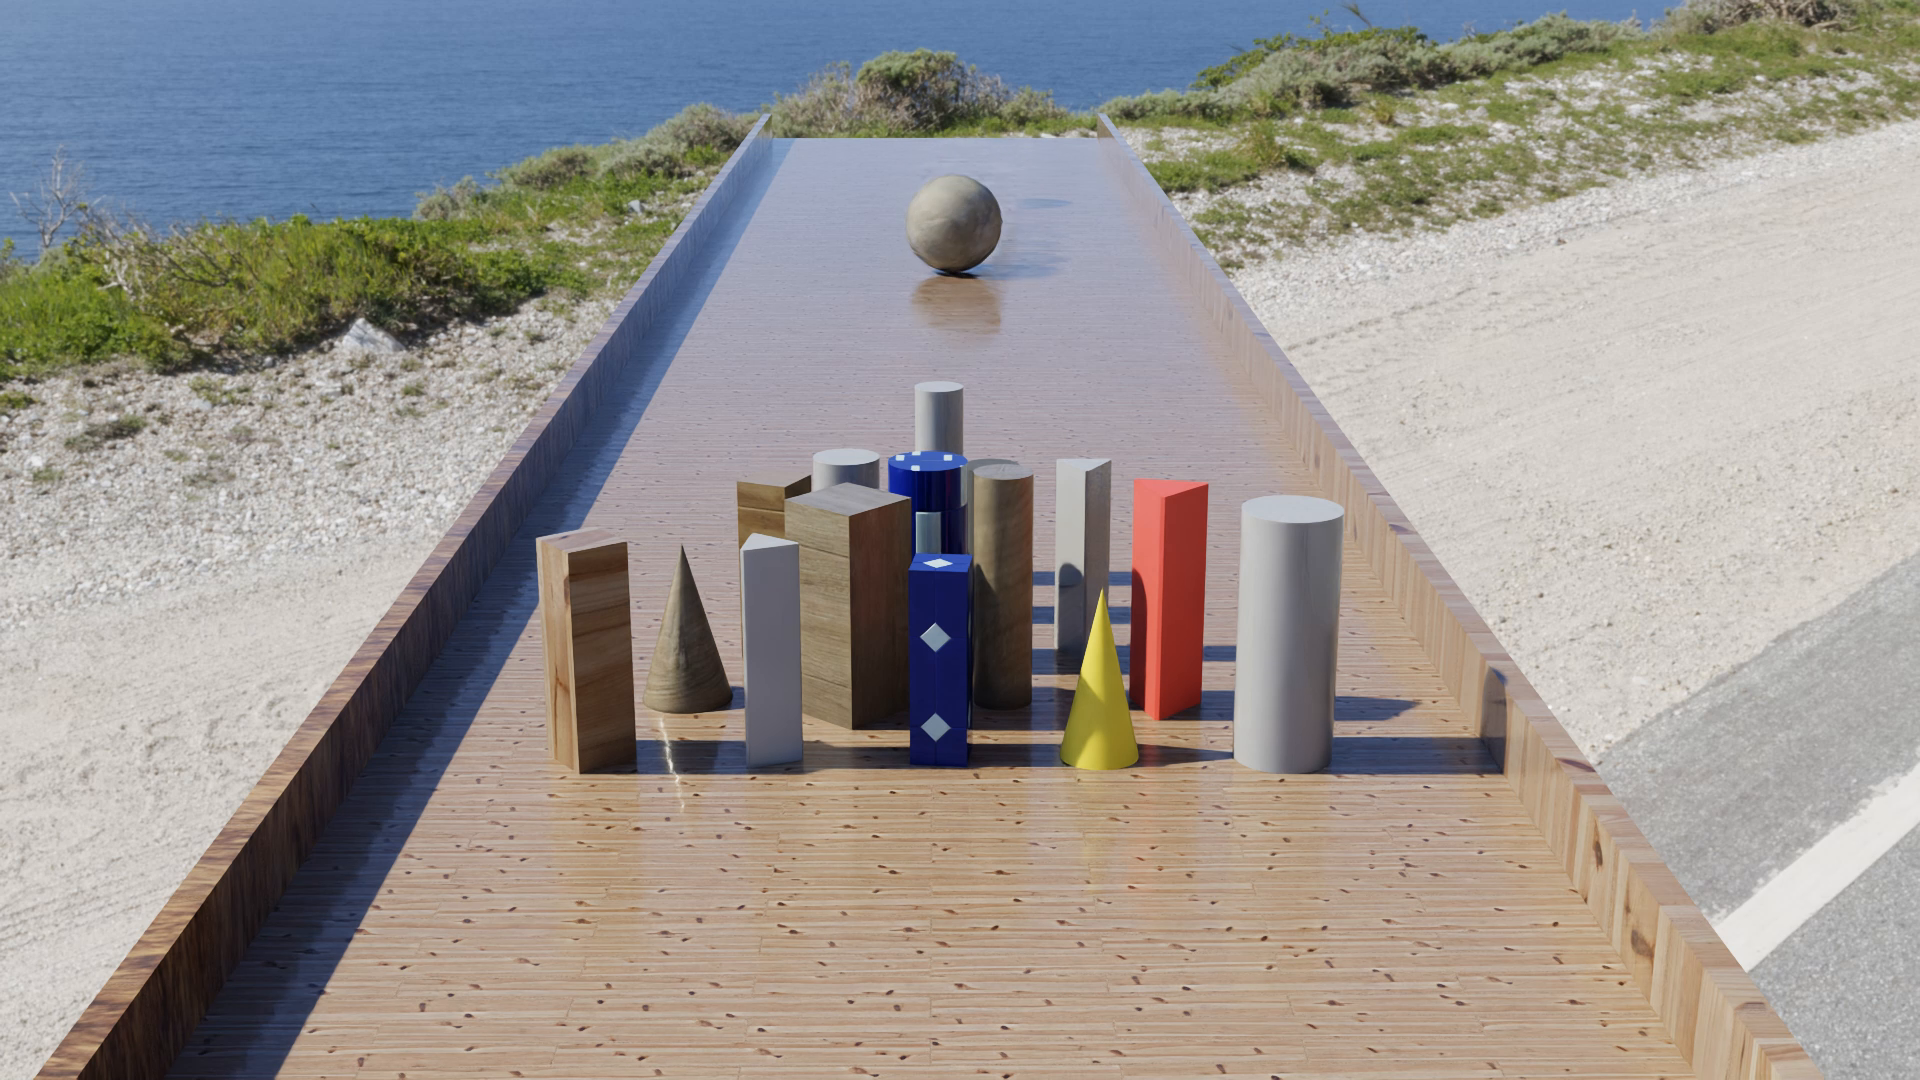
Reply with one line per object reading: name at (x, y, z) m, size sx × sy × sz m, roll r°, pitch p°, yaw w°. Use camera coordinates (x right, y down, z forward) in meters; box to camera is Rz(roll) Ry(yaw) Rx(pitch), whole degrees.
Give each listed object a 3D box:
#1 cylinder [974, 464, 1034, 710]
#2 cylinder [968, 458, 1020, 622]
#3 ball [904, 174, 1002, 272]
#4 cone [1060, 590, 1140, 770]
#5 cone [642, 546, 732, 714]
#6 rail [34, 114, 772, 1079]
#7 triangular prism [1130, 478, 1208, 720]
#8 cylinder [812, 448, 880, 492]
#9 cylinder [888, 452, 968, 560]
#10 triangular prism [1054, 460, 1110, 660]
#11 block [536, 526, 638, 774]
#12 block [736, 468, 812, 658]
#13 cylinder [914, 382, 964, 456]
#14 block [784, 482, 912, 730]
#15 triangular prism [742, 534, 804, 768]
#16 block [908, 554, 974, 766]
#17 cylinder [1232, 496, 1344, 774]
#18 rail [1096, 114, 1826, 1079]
cylinder at (0.081, 0.090, 4.135) m, size 0.112 × 0.451 × 0.112 m, roll 0°, pitch 17°, yaw 0°
cylinder at (0.066, 0.002, 4.641) m, size 0.118 × 0.330 × 0.118 m, roll 0°, pitch 17°, yaw 0°
ball at (-0.026, -1.268, 8.809) m, size 0.389 × 0.389 × 0.389 m, roll 0°, pitch 17°, yaw 0°
cone at (0.249, 0.233, 3.889) m, size 0.142 × 0.316 × 0.142 m, roll 0°, pitch 17°, yaw 0°
cone at (-0.521, 0.154, 4.166) m, size 0.173 × 0.310 × 0.173 m, roll 0°, pitch 17°, yaw 0°
rail at (-1.118, -0.838, 7.780) m, size 0.050 × 0.150 × 12.000 m, roll 0°, pitch 17°, yaw -1°
triangular prism at (0.370, 0.104, 4.120) m, size 0.118 × 0.432 × 0.136 m, roll 15°, pitch 22°, yaw 41°
cylinder at (-0.237, -0.007, 4.641) m, size 0.140 × 0.348 × 0.140 m, roll 0°, pitch 17°, yaw 0°
cylinder at (-0.063, 0.044, 4.350) m, size 0.156 × 0.414 × 0.156 m, roll 0°, pitch 17°, yaw 0°
triangular prism at (0.261, 0.034, 4.419) m, size 0.093 × 0.394 × 0.107 m, roll -10°, pitch 19°, yaw -30°
block at (-0.656, 0.193, 3.867) m, size 0.115 × 0.405 × 0.115 m, roll -13°, pitch 21°, yaw -36°
block at (-0.368, 0.053, 4.404) m, size 0.108 × 0.368 × 0.108 m, roll 8°, pitch 18°, yaw 24°
cylinder at (-0.046, -0.125, 4.875) m, size 0.107 × 0.440 × 0.107 m, roll 0°, pitch 17°, yaw 0°
block at (-0.206, 0.121, 4.101) m, size 0.165 × 0.410 × 0.165 m, roll 14°, pitch 22°, yaw 39°
triangular prism at (-0.344, 0.192, 3.875) m, size 0.104 × 0.402 × 0.090 m, roll -7°, pitch 18°, yaw -23°
block at (-0.033, 0.212, 3.882) m, size 0.101 × 0.360 × 0.101 m, roll 2°, pitch 17°, yaw 6°
cylinder at (0.576, 0.165, 3.867) m, size 0.177 × 0.458 × 0.177 m, roll 0°, pitch 17°, yaw 0°
rail at (0.932, -0.844, 7.801) m, size 0.050 × 0.150 × 12.000 m, roll 0°, pitch 17°, yaw -1°
